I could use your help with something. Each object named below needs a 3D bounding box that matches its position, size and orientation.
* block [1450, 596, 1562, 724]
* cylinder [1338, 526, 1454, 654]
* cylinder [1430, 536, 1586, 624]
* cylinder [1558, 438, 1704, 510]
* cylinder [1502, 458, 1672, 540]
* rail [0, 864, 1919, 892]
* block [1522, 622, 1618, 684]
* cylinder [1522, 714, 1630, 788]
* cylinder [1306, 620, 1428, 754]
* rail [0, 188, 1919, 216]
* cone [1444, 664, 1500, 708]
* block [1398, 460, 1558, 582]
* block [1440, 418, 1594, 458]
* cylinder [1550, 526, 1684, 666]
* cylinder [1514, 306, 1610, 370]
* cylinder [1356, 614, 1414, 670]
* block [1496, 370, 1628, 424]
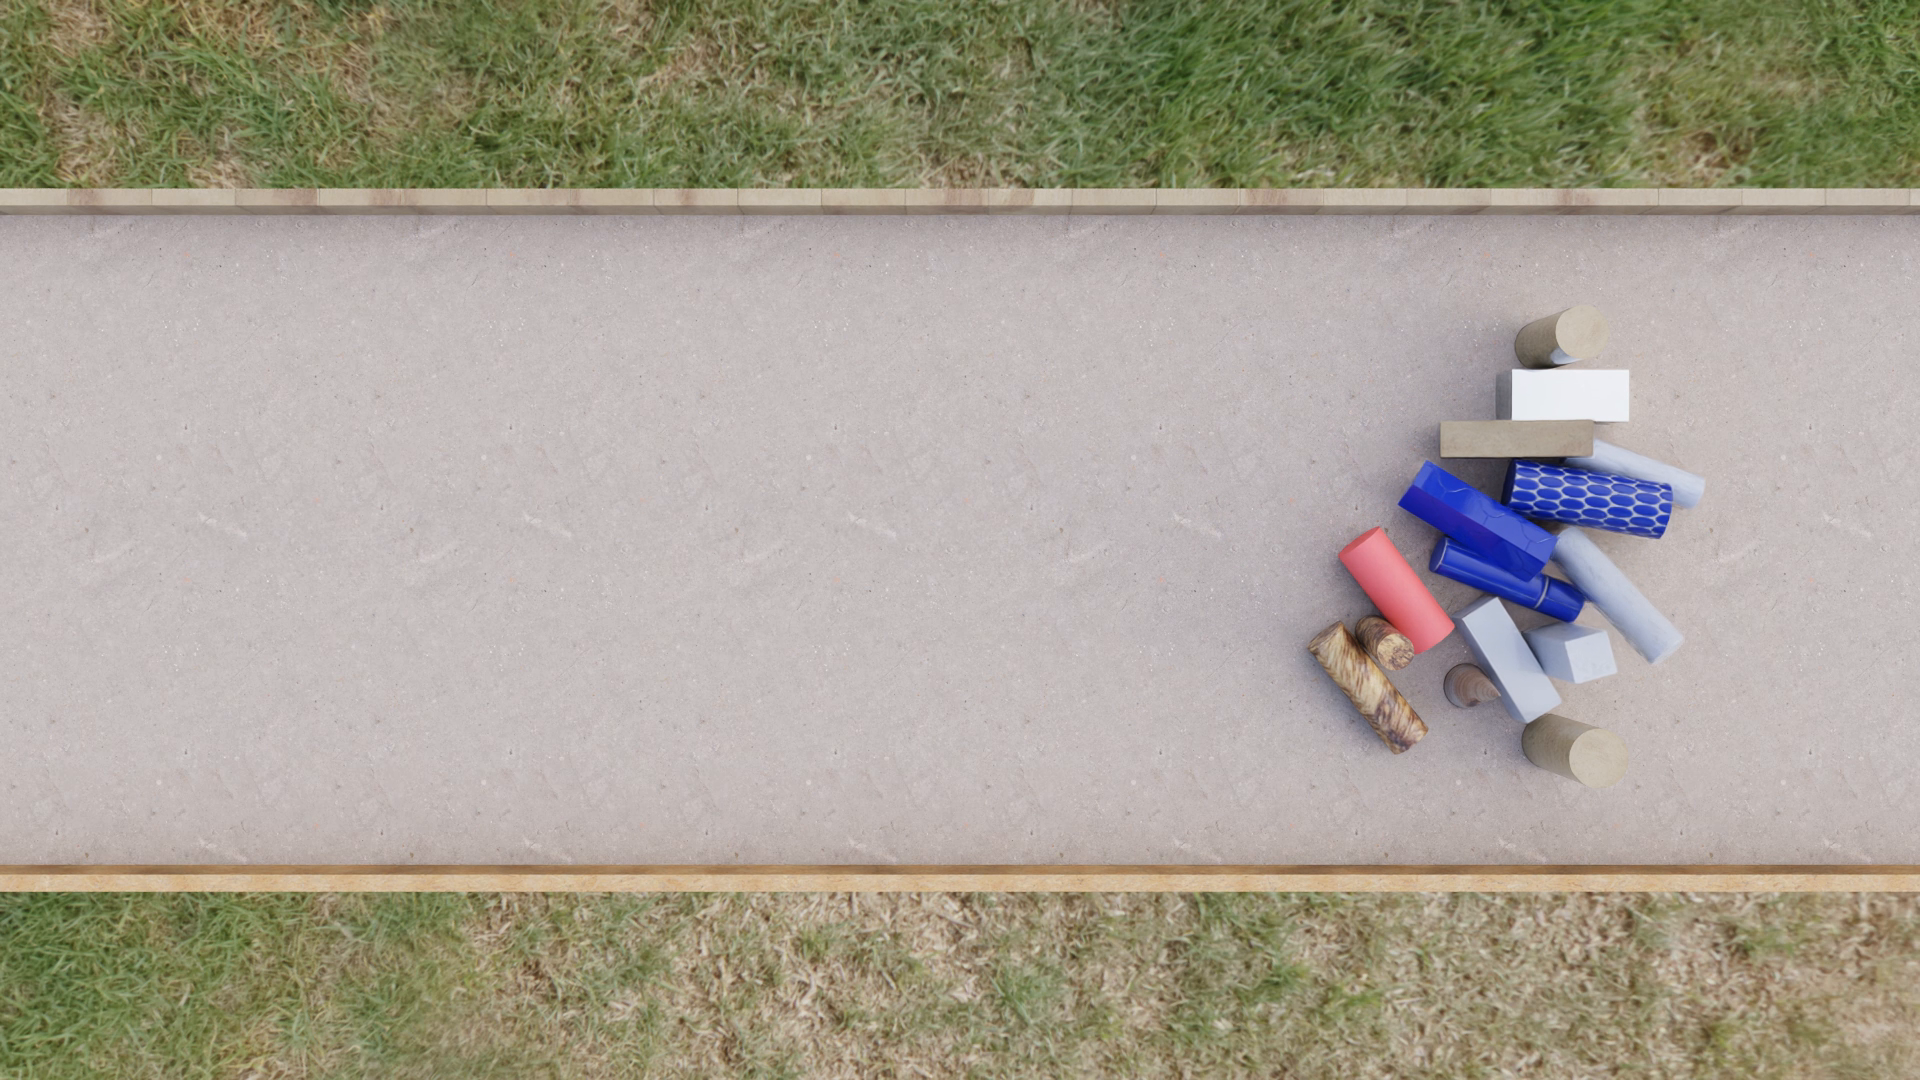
[{"bbox_3d":[1.659,0.362,5.014,0.124,0.124,0.372,-32,90,0],"label":"block"},{"bbox_3d":[1.322,0.153,5.000,0.153,0.153,0.374,-37,90,0],"label":"cylinder"},{"bbox_3d":[1.664,0.122,5.019,0.449,0.115,0.115,21,90,0],"label":"cylinder"},{"bbox_3d":[2.044,-0.212,5.024,0.415,0.105,0.105,20,90,0],"label":"cylinder"},{"bbox_3d":[1.881,-0.124,4.962,0.451,0.171,0.171,10,90,8],"label":"cylinder"},{"bbox_3d":[-2.247,1.025,5.001,12.000,0.150,0.050,0,90,0],"label":"rail"},{"bbox_3d":[1.804,0.332,4.897,0.125,0.356,0.125,-15,92,0],"label":"block"},{"bbox_3d":[1.813,0.620,4.877,0.170,0.398,0.170,0,90,0],"label":"cylinder"},{"bbox_3d":[1.238,0.448,5.011,0.131,0.131,0.418,-39,90,0],"label":"cylinder"},{"bbox_3d":[-2.247,-1.025,5.002,12.000,0.150,0.050,0,90,0],"label":"rail"},{"bbox_3d":[1.557,0.449,4.909,0.139,0.335,0.139,0,90,0],"label":"cone"},{"bbox_3d":[1.558,-0.056,4.969,0.450,0.113,0.113,32,57,8],"label":"block"},{"bbox_3d":[1.671,-0.303,4.965,0.432,0.109,0.109,0,90,16],"label":"block"},{"bbox_3d":[1.946,0.163,4.918,0.124,0.124,0.453,-37,66,0],"label":"cylinder"},{"bbox_3d":[1.784,-0.596,4.902,0.155,0.350,0.155,0,90,0],"label":"cylinder"},{"bbox_3d":[1.254,0.300,4.882,0.104,0.379,0.104,0,96,4],"label":"cylinder"},{"bbox_3d":[1.823,-0.432,5.001,0.348,0.152,0.152,0,90,0],"label":"block"}]
